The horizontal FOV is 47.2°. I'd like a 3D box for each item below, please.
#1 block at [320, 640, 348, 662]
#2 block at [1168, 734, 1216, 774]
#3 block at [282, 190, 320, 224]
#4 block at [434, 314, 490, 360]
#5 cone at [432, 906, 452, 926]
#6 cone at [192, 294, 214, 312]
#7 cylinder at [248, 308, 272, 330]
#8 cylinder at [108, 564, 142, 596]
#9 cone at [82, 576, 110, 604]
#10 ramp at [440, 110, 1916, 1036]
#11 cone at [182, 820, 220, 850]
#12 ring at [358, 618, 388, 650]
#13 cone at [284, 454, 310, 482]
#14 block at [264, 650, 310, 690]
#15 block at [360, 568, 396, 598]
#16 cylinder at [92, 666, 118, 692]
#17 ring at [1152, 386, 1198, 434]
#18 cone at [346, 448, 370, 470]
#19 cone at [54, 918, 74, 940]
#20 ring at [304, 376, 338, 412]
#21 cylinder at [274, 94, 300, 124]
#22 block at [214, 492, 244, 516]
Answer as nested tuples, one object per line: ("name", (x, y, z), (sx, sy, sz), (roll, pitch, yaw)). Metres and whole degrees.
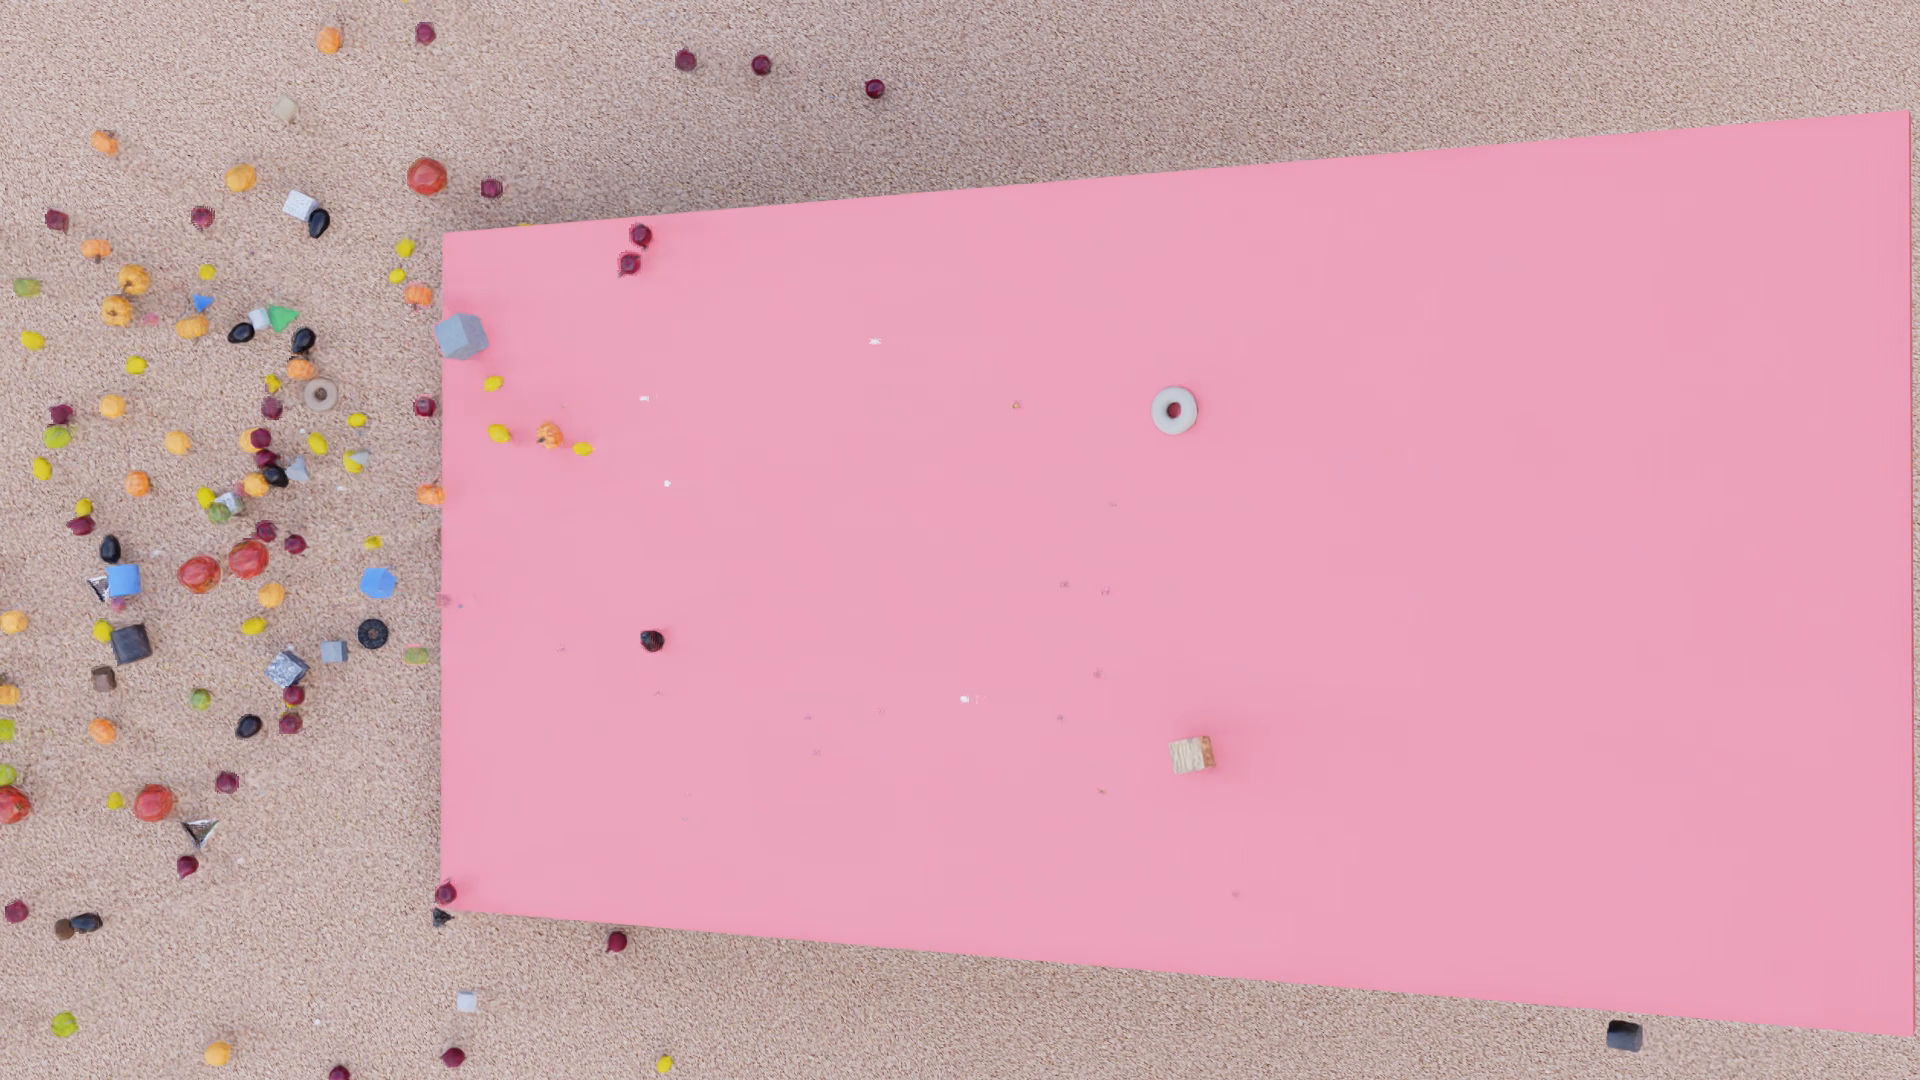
("block", (-1.869, 0.334, 6.571), (0.060, 0.060, 0.060), (-3, 89, 0))
("block", (0.573, 0.530, 5.424), (0.080, 0.080, 0.080), (-15, 83, 25))
("block", (-1.972, -0.997, 6.580), (0.070, 0.070, 0.070), (25, 89, 0))
("block", (-1.458, -0.594, 6.429), (0.097, 0.097, 0.097), (-26, 78, 24))
("cone", (-1.523, 1.117, 6.507), (0.060, 0.060, 0.060), (12, 89, -36))
("cone", (-2.263, -0.718, 6.600), (0.057, 0.057, 0.057), (-23, 89, -27))
("cylinder", (-2.097, -0.660, 6.586), (0.052, 0.052, 0.052), (-23, 89, 0))
("cylinder", (-2.492, 0.120, 6.560), (0.087, 0.087, 0.087), (-8, 89, 0))
("cone", (-2.560, 0.128, 6.583), (0.089, 0.089, 0.089), (48, 63, 0))
("ramp", (0.280, 0.080, 5.674), (4.000, 0.100, 2.000), (0, 89, 26))
("cone", (-2.256, 0.861, 6.573), (0.100, 0.100, 0.100), (-31, 89, -27))
("ring", (-1.758, 0.282, 6.586), (0.092, 0.031, 0.092), (0, 88, 1))
("cone", (-1.975, -0.224, 6.590), (0.074, 0.074, 0.074), (12, 63, 0))
("block", (-2.007, 0.389, 6.559), (0.082, 0.082, 0.082), (38, 89, 0))
("block", (-1.731, 0.128, 6.550), (0.066, 0.066, 0.066), (1, 64, 24))
("cylinder", (-2.549, 0.416, 6.554), (0.060, 0.060, 0.060), (-5, 111, 0))
("ring", (0.534, -0.323, 5.475), (0.122, 0.041, 0.122), (-1, 88, 28))
("cone", (-1.795, -0.245, 6.551), (0.065, 0.065, 0.065), (5, 89, -13))
("cone", (-2.685, 1.166, 6.560), (0.064, 0.064, 0.064), (0, 89, 0))
("ring", (-1.916, -0.436, 6.592), (0.107, 0.036, 0.107), (0, 91, 0))
("cylinder", (-2.016, -1.292, 6.589), (0.060, 0.060, 0.060), (40, 90, 0))
("block", (-2.186, -0.108, 6.578), (0.055, 0.055, 0.055), (-27, 89, 0))
